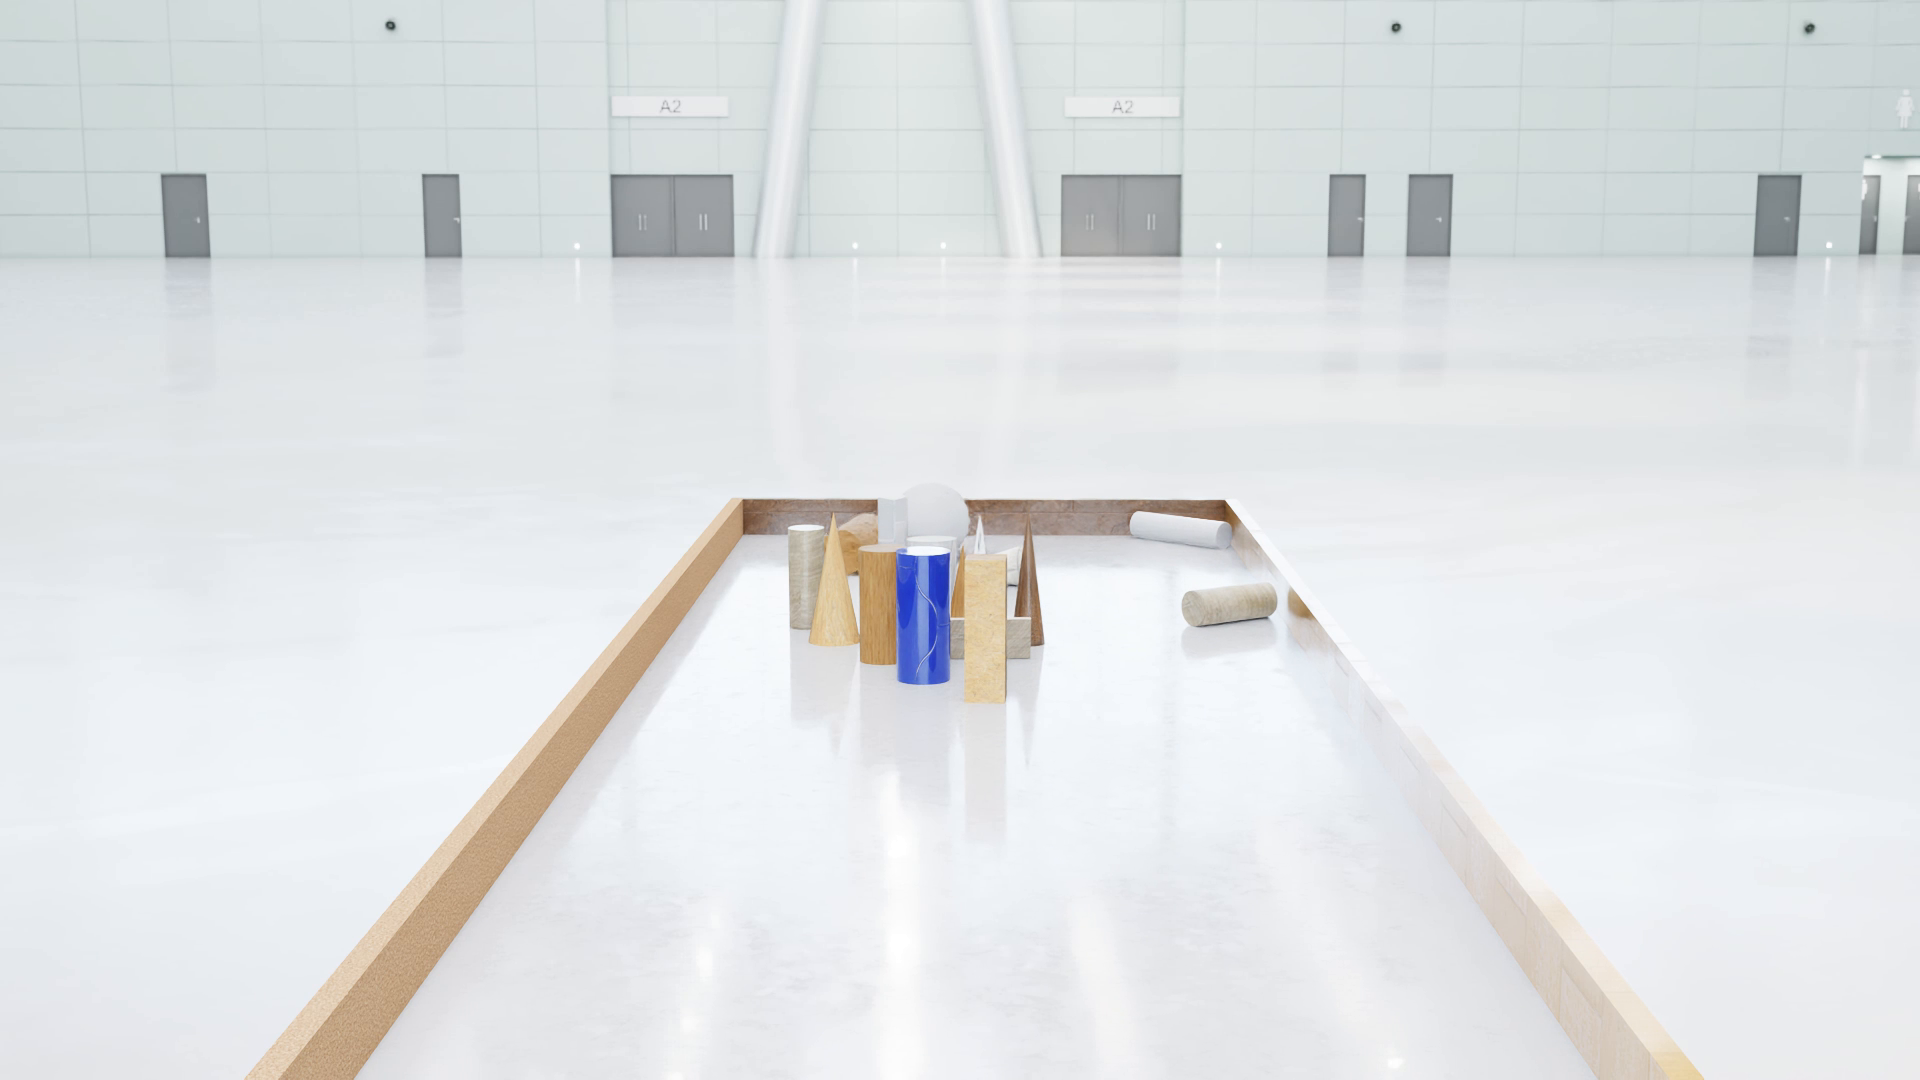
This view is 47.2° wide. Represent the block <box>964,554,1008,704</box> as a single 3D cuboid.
[{"bbox_3d":[0.073,0.247,6.159,0.112,0.404,0.112,1,9,4],"label":"block"}]

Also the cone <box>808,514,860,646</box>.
[{"bbox_3d":[-0.398,0.117,6.948,0.166,0.415,0.166,0,9,0],"label":"cone"}]

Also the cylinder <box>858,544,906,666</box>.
[{"bbox_3d":[-0.232,0.195,6.673,0.148,0.345,0.148,0,9,0],"label":"cylinder"}]

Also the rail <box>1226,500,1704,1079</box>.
[{"bbox_3d":[1.046,0.843,3.208,0.050,0.150,12.000,0,9,1],"label":"rail"}]

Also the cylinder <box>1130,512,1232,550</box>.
[{"bbox_3d":[0.895,-0.041,8.924,0.442,0.109,0.109,9,12,43],"label":"cylinder"}]

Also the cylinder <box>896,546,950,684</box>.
[{"bbox_3d":[-0.107,0.219,6.412,0.160,0.380,0.160,0,9,0],"label":"cylinder"}]

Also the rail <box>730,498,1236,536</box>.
[{"bbox_3d":[0.099,-0.098,9.147,2.100,0.150,0.050,0,9,1],"label":"rail"}]

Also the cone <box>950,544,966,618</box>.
[{"bbox_3d":[0.009,0.174,6.839,0.129,0.336,0.129,0,9,0],"label":"cone"}]

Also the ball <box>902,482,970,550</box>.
[{"bbox_3d":[-0.113,-0.075,8.521,0.300,0.300,0.300,0,9,0],"label":"ball"}]

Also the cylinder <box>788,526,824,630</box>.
[{"bbox_3d":[-0.502,0.122,7.190,0.117,0.328,0.117,0,9,0],"label":"cylinder"}]

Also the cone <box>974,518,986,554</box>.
[{"bbox_3d":[0.064,0.098,7.179,0.121,0.380,0.121,0,9,0],"label":"cone"}]

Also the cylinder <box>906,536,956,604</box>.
[{"bbox_3d":[-0.088,0.158,6.952,0.159,0.326,0.159,-1,7,0],"label":"cylinder"}]

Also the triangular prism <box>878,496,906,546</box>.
[{"bbox_3d":[-0.208,0.072,7.201,0.080,0.425,0.092,-7,11,-36],"label":"triangular prism"}]

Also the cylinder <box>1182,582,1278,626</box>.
[{"bbox_3d":[0.895,0.211,7.300,0.316,0.119,0.119,-6,11,-33],"label":"cylinder"}]

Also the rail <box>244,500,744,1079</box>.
[{"bbox_3d":[-1.004,0.839,3.234,0.050,0.150,12.000,0,9,1],"label":"rail"}]

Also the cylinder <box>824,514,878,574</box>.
[{"bbox_3d":[-0.400,0.015,8.372,0.171,0.171,0.434,2,9,11],"label":"cylinder"}]

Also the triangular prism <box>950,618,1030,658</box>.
[{"bbox_3d":[0.031,0.278,6.719,0.366,0.111,0.128,0,45,-2],"label":"triangular prism"}]

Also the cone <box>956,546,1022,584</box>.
[{"bbox_3d":[0.036,0.116,8.044,0.435,0.148,0.148,-7,6,22],"label":"cone"}]

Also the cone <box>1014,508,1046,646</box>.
[{"bbox_3d":[0.214,0.107,6.917,0.111,0.444,0.111,0,9,0],"label":"cone"}]
